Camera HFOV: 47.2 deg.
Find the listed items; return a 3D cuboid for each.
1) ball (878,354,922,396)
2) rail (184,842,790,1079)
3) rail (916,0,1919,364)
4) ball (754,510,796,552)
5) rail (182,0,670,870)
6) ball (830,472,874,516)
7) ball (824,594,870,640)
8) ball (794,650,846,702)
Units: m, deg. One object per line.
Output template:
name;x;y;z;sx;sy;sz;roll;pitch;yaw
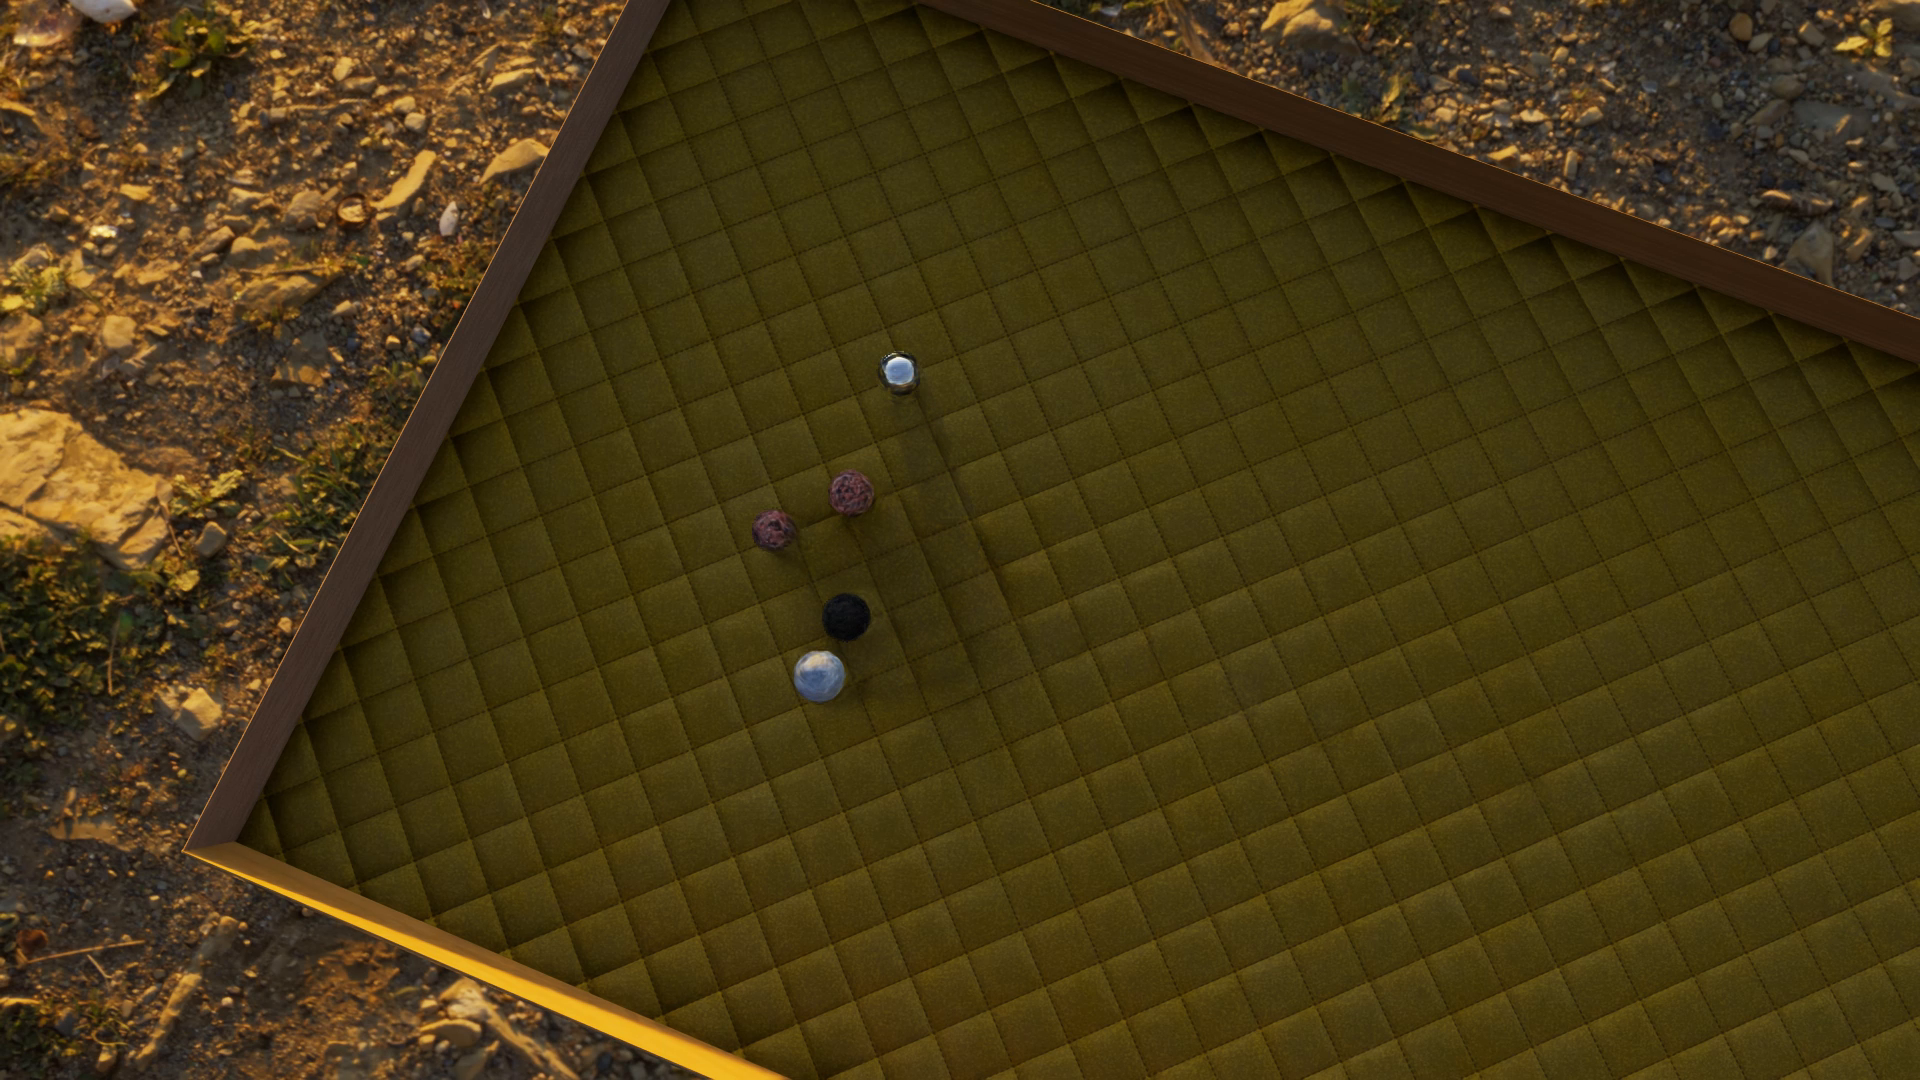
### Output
ball;-0.095;-0.262;3.486;0.067;0.067;0.067;0;72;0
rail;0.460;1.065;3.036;3.414;0.102;0.045;21;73;7
rail;1.119;-0.457;3.530;3.414;0.102;0.045;21;73;7
ball;-0.287;-0.015;3.408;0.064;0.064;0.064;0;72;0
rail;-0.767;-0.305;3.481;0.045;0.102;1.778;21;73;7
ball;-0.168;-0.072;3.423;0.071;0.071;0.071;0;72;0
ball;-0.172;0.117;3.361;0.072;0.072;0.072;0;72;0
ball;-0.213;0.206;3.328;0.079;0.079;0.079;0;72;0
